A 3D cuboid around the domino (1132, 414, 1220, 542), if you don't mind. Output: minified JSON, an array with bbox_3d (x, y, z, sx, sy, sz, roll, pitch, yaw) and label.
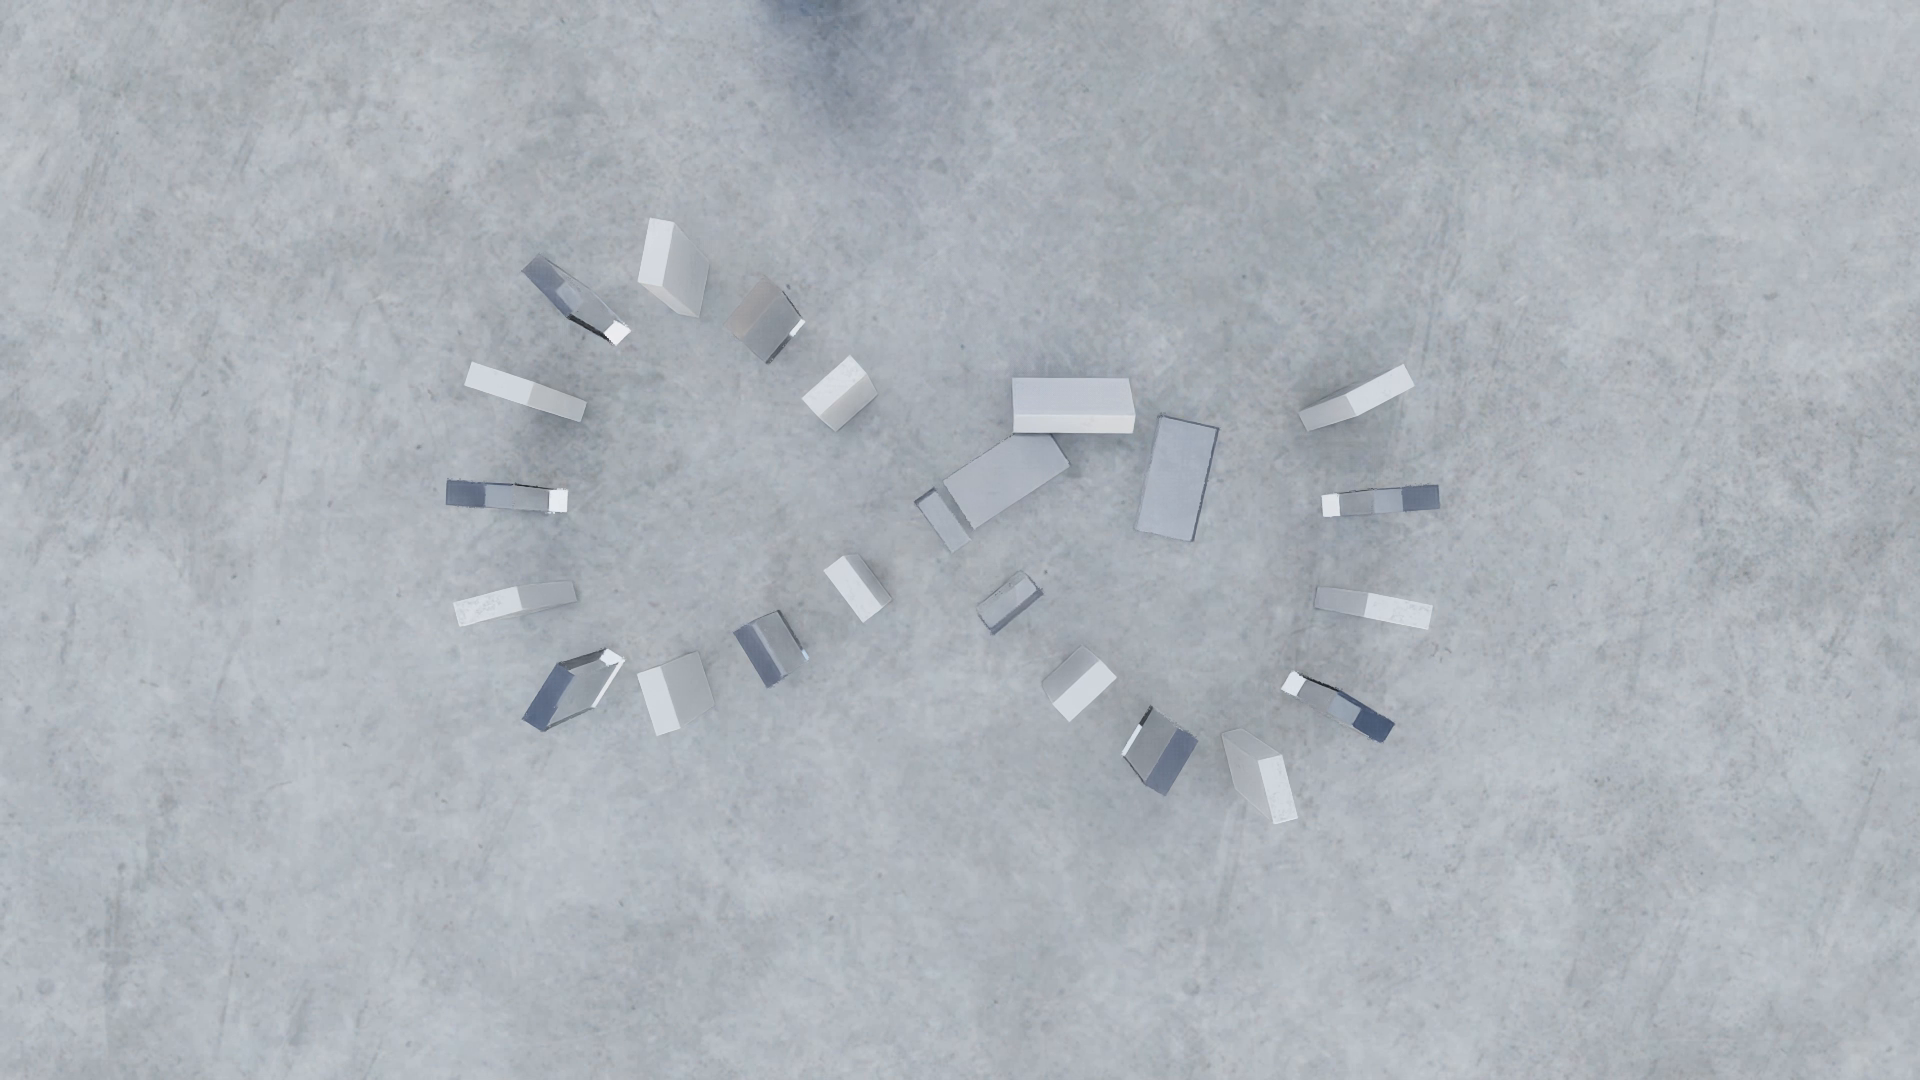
[{"bbox_3d":[0.093,-0.026,0.395,0.025,0.010,0.050,13,90,0],"label":"domino"}]

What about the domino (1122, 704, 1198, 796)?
[{"bbox_3d":[0.081,0.085,0.375,0.009,0.050,0.025,31,90,0],"label":"domino"}]

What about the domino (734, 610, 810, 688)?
[{"bbox_3d":[-0.076,0.044,0.375,0.010,0.050,0.025,-31,90,0],"label":"domino"}]

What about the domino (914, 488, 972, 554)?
[{"bbox_3d":[-0.007,-0.007,0.375,0.009,0.050,0.025,-36,90,0],"label":"domino"}]

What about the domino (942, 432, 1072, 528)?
[{"bbox_3d":[0.020,-0.029,0.395,0.050,0.010,0.025,-33,90,0],"label":"domino"}]

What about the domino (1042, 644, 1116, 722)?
[{"bbox_3d":[0.048,0.058,0.375,0.025,0.050,0.009,-43,90,0],"label":"domino"}]

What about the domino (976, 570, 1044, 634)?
[{"bbox_3d":[0.020,0.025,0.375,0.025,0.050,0.010,-40,90,0],"label":"domino"}]

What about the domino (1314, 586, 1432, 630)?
[{"bbox_3d":[0.168,0.027,0.375,0.025,0.050,0.010,11,90,0],"label":"domino"}]

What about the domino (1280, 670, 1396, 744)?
[{"bbox_3d":[0.153,0.068,0.375,0.025,0.050,0.009,31,90,0],"label":"domino"}]

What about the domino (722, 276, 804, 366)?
[{"bbox_3d":[-0.079,-0.089,0.375,0.010,0.050,0.025,40,90,0],"label":"domino"}]

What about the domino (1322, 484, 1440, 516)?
[{"bbox_3d":[0.171,-0.016,0.375,0.025,0.050,0.010,-4,90,0],"label":"domino"}]

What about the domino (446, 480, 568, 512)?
[{"bbox_3d":[-0.184,-0.017,0.375,0.025,0.050,0.009,3,90,0],"label":"domino"}]

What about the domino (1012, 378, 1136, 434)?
[{"bbox_3d":[0.047,-0.057,0.388,0.050,0.009,0.025,0,47,0],"label":"domino"}]

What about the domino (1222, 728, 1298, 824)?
[{"bbox_3d":[0.122,0.095,0.375,0.010,0.050,0.025,-14,90,0],"label":"domino"}]

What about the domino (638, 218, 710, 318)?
[{"bbox_3d":[-0.116,-0.110,0.375,0.009,0.050,0.025,11,90,0],"label":"domino"}]

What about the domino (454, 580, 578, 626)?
[{"bbox_3d":[-0.180,0.025,0.375,0.025,0.050,0.009,-15,90,0],"label":"domino"}]

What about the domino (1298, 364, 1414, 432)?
[{"bbox_3d":[0.161,-0.057,0.375,0.025,0.050,0.010,-28,90,0],"label":"domino"}]

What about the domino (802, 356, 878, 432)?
[{"bbox_3d":[-0.048,-0.059,0.375,0.025,0.050,0.009,-42,90,0],"label":"domino"}]

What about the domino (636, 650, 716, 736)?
[{"bbox_3d":[-0.115,0.062,0.375,0.009,0.050,0.025,-18,90,0],"label":"domino"}]

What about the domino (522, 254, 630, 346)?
[{"bbox_3d":[-0.156,-0.097,0.375,0.010,0.050,0.025,-44,90,0],"label":"domino"}]

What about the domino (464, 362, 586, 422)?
[{"bbox_3d":[-0.176,-0.060,0.375,0.025,0.050,0.010,18,90,0],"label":"domino"}]

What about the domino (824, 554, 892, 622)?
[{"bbox_3d":[-0.041,0.019,0.375,0.009,0.050,0.025,-37,90,0],"label":"domino"}]

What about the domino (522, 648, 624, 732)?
[{"bbox_3d":[-0.157,0.060,0.375,0.009,0.050,0.025,32,90,0],"label":"domino"}]
